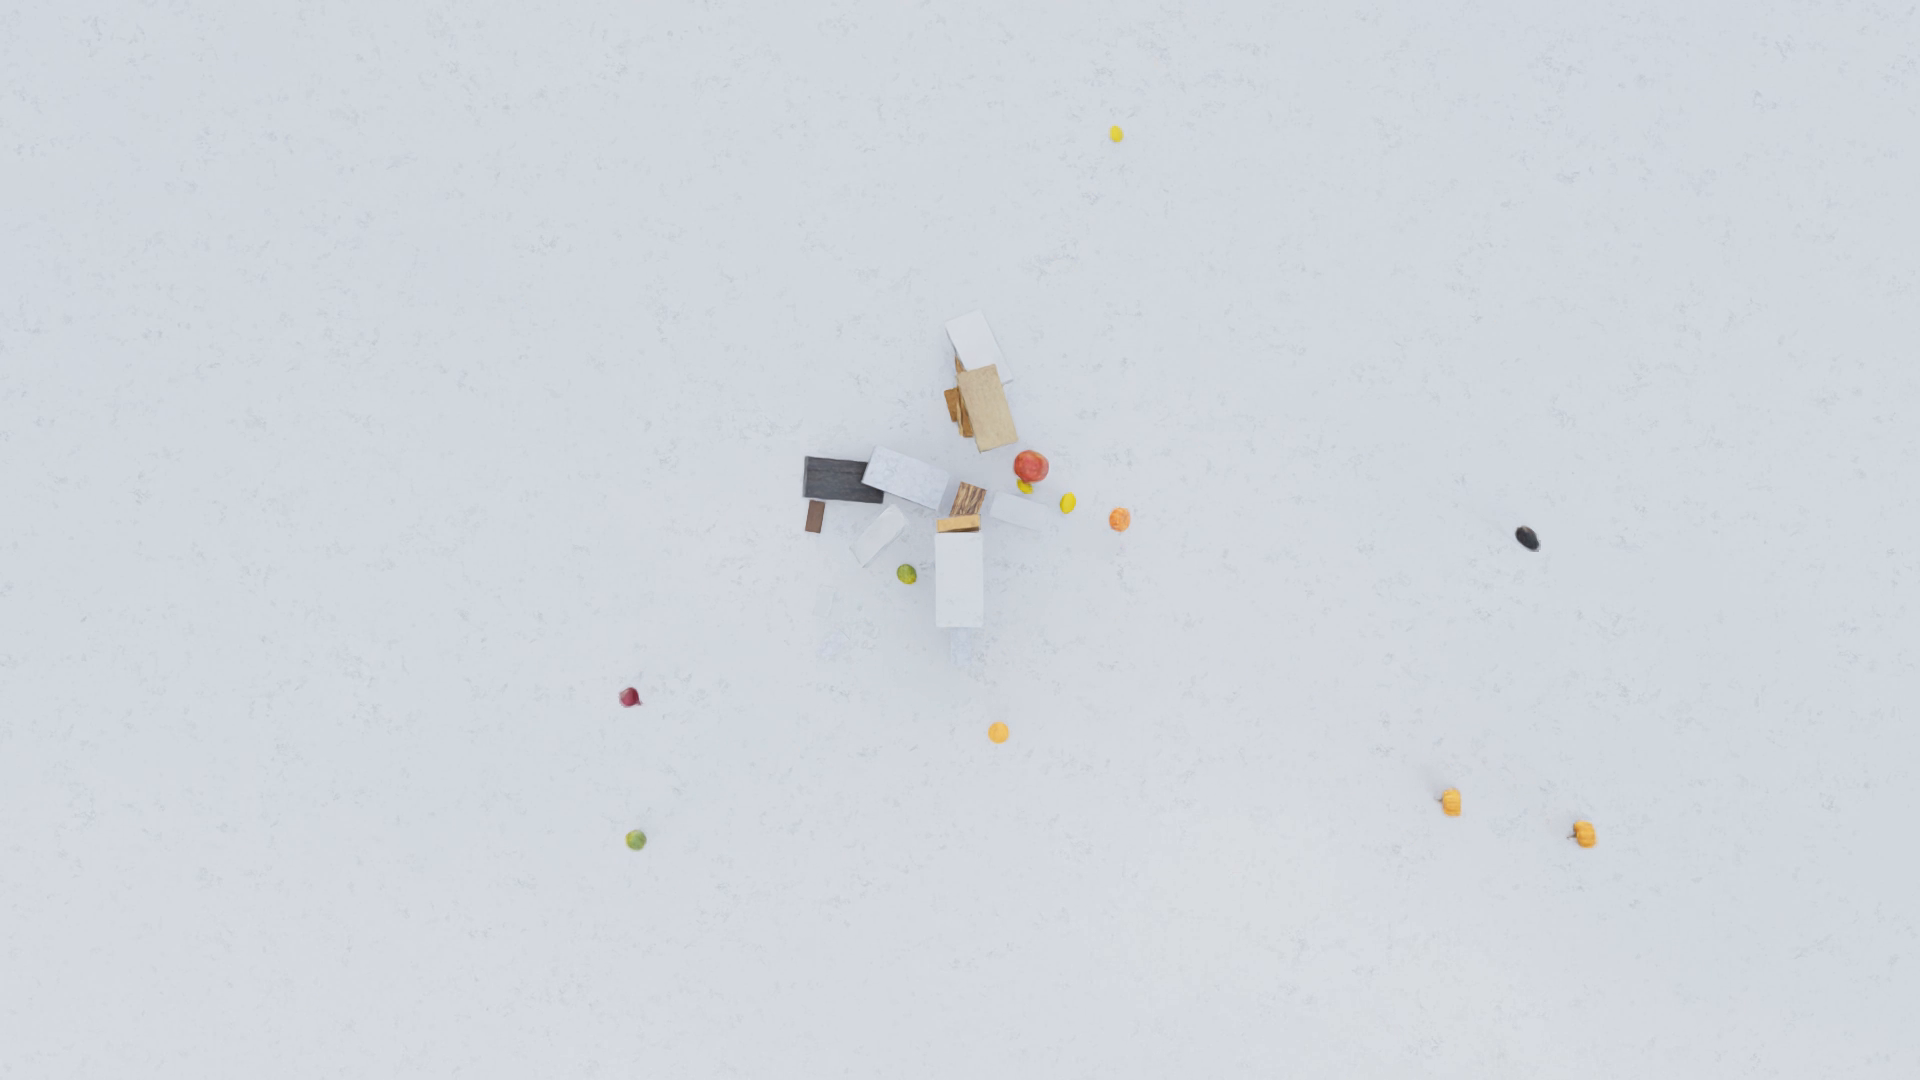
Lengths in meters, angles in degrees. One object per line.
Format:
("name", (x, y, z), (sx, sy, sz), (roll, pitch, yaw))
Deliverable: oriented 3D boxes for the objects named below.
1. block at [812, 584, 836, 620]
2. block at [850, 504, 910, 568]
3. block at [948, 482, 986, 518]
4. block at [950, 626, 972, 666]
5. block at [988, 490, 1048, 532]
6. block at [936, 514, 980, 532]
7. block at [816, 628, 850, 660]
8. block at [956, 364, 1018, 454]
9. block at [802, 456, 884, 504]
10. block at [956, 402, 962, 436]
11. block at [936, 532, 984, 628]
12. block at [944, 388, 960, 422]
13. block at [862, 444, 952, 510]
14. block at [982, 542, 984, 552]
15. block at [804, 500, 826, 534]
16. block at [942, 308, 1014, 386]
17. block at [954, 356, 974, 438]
("block", (-0.452, 0.206, 5.493), (0.053, 0.015, 0.105), (16, 90, 0))
("block", (-0.268, -0.012, 5.437), (0.213, 0.026, 0.090), (-45, 63, 18))
("block", (0.017, -0.095, 5.487), (0.090, 0.026, 0.181), (19, 90, 0))
("block", (0.003, 0.343, 5.357), (0.067, 0.019, 0.133), (0, 90, 0))
("block", (0.195, -0.096, 5.487), (0.181, 0.026, 0.090), (18, 90, 0))
("block", (-0.005, -0.044, 5.341), (0.132, 0.264, 0.037), (-8, 86, 0))
("block", (-0.424, 0.348, 5.493), (0.105, 0.015, 0.053), (-43, 90, 0))
("block", (0.087, -0.429, 5.364), (0.132, 0.037, 0.264), (-16, 86, -10))
("block", (-0.382, -0.197, 5.435), (0.267, 0.038, 0.134), (5, 90, -21))
("block", (0.019, -0.402, 5.476), (0.054, 0.015, 0.109), (-4, 88, -6))
("block", (-0.002, 0.125, 5.184), (0.148, 0.042, 0.295), (0, 90, 0))
("block", (-0.014, -0.451, 5.492), (0.054, 0.015, 0.109), (-16, 90, 0))
("block", (-0.179, -0.206, 5.449), (0.267, 0.038, 0.134), (20, 89, -14))
("block", (-0.001, 0.028, 5.352), (0.148, 0.295, 0.042), (1, 90, 0))
("block", (-0.482, -0.078, 5.493), (0.053, 0.015, 0.105), (10, 90, 0))
("block", (0.059, -0.619, 5.439), (0.132, 0.037, 0.264), (-23, 79, -10))
("block", (0.065, -0.477, 5.443), (0.134, 0.038, 0.267), (-5, 76, -6))
